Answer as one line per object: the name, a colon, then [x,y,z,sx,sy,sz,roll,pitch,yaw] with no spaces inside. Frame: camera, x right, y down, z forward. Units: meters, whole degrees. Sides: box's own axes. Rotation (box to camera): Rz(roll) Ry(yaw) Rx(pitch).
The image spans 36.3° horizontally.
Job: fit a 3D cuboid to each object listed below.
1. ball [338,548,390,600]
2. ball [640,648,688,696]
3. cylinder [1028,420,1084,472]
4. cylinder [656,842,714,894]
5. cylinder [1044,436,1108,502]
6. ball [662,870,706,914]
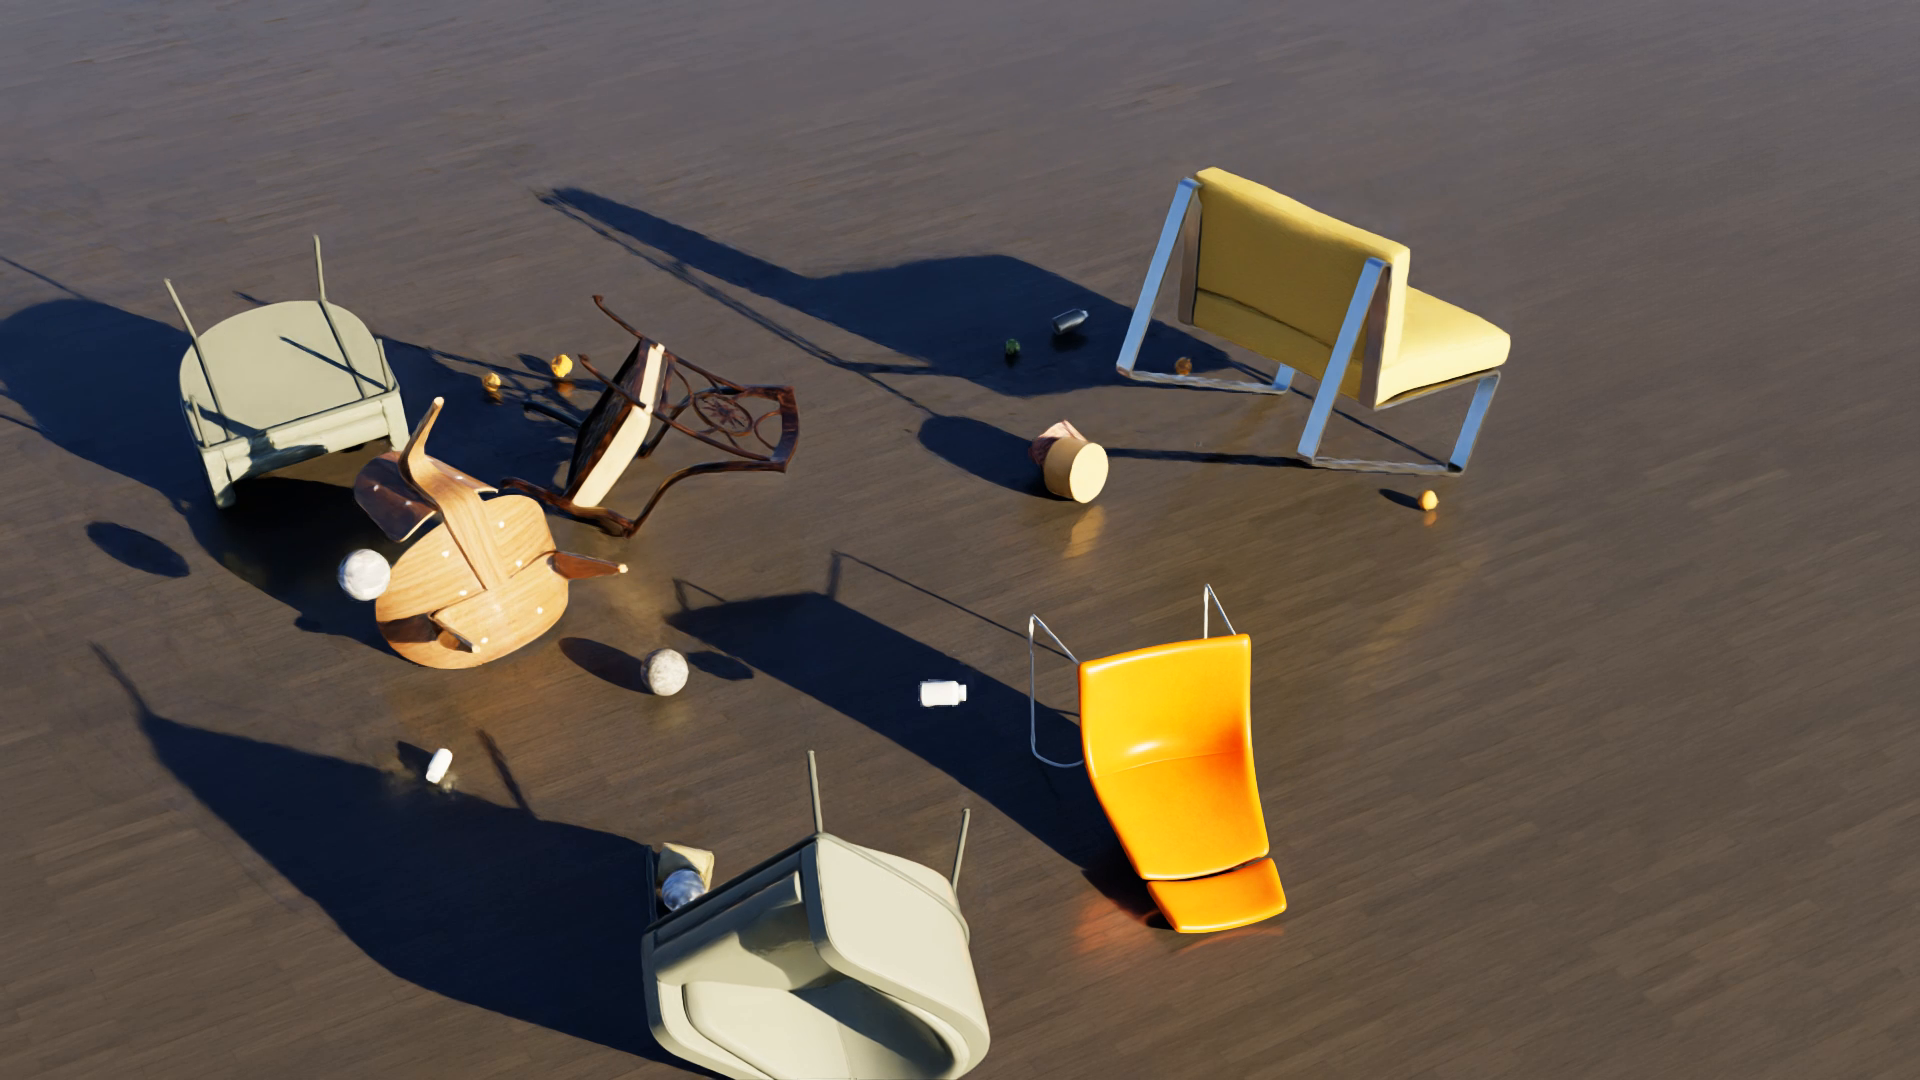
ball: [-2.027,0.117,9.974,0.177,0.177,0.177,0,33,0]
ball: [-1.019,0.455,10.103,0.165,0.165,0.165,0,33,0]
cylinder: [0.372,-0.356,11.289,0.105,0.184,0.235,47,37,12]
cylinder: [-0.862,1.036,9.197,0.148,0.180,0.128,11,50,5]
cylinder: [0.438,-0.269,11.128,0.133,0.230,0.221,18,37,39]
ball: [-0.854,1.085,9.056,0.137,0.137,0.137,0,33,0]
